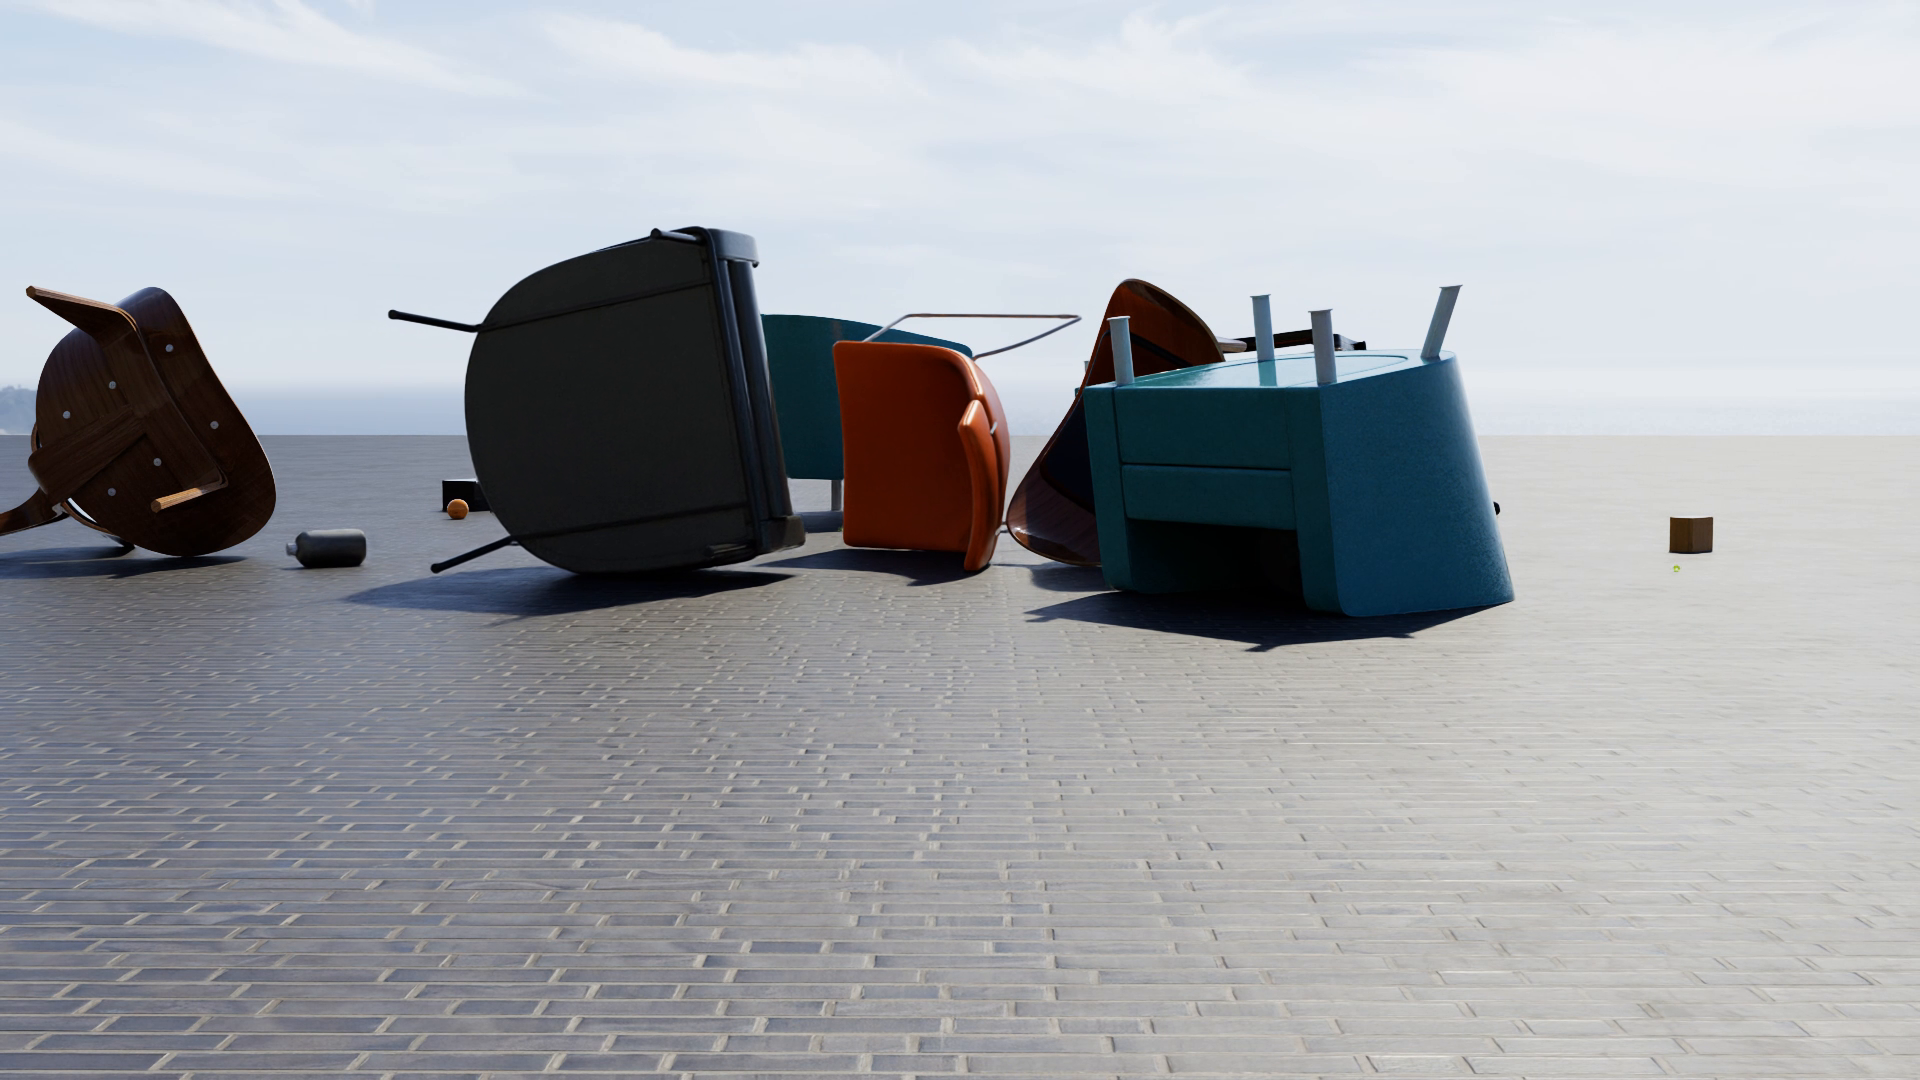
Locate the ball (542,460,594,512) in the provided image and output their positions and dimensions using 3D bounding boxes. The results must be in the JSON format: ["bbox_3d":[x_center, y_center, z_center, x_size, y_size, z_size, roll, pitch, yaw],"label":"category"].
[{"bbox_3d":[-1.438,-0.198,8.060,0.188,0.188,0.188,0,4,0],"label":"ball"}]

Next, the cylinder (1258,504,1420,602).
[{"bbox_3d":[0.825,0.026,4.777,0.289,0.191,0.308,5,6,22],"label":"cylinder"}]

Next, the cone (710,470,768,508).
[{"bbox_3d":[-0.839,-0.196,8.350,0.229,0.143,0.190,-1,4,-20],"label":"cone"}]

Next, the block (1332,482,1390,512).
[{"bbox_3d":[1.112,-0.064,6.105,0.106,0.188,0.158,-1,4,-10],"label":"block"}]

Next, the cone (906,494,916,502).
[{"bbox_3d":[-0.185,-0.132,8.254,0.084,0.076,0.047,-11,49,-37],"label":"cone"}]

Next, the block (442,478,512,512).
[{"bbox_3d":[-1.799,-0.169,8.198,0.153,0.111,0.209,2,5,29],"label":"block"}]

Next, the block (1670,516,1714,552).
[{"bbox_3d":[2.035,-0.018,6.119,0.111,0.094,0.069,-4,5,-43],"label":"block"}]

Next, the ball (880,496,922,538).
[{"bbox_3d":[-0.180,-0.072,6.668,0.127,0.127,0.127,0,4,0],"label":"ball"}]
